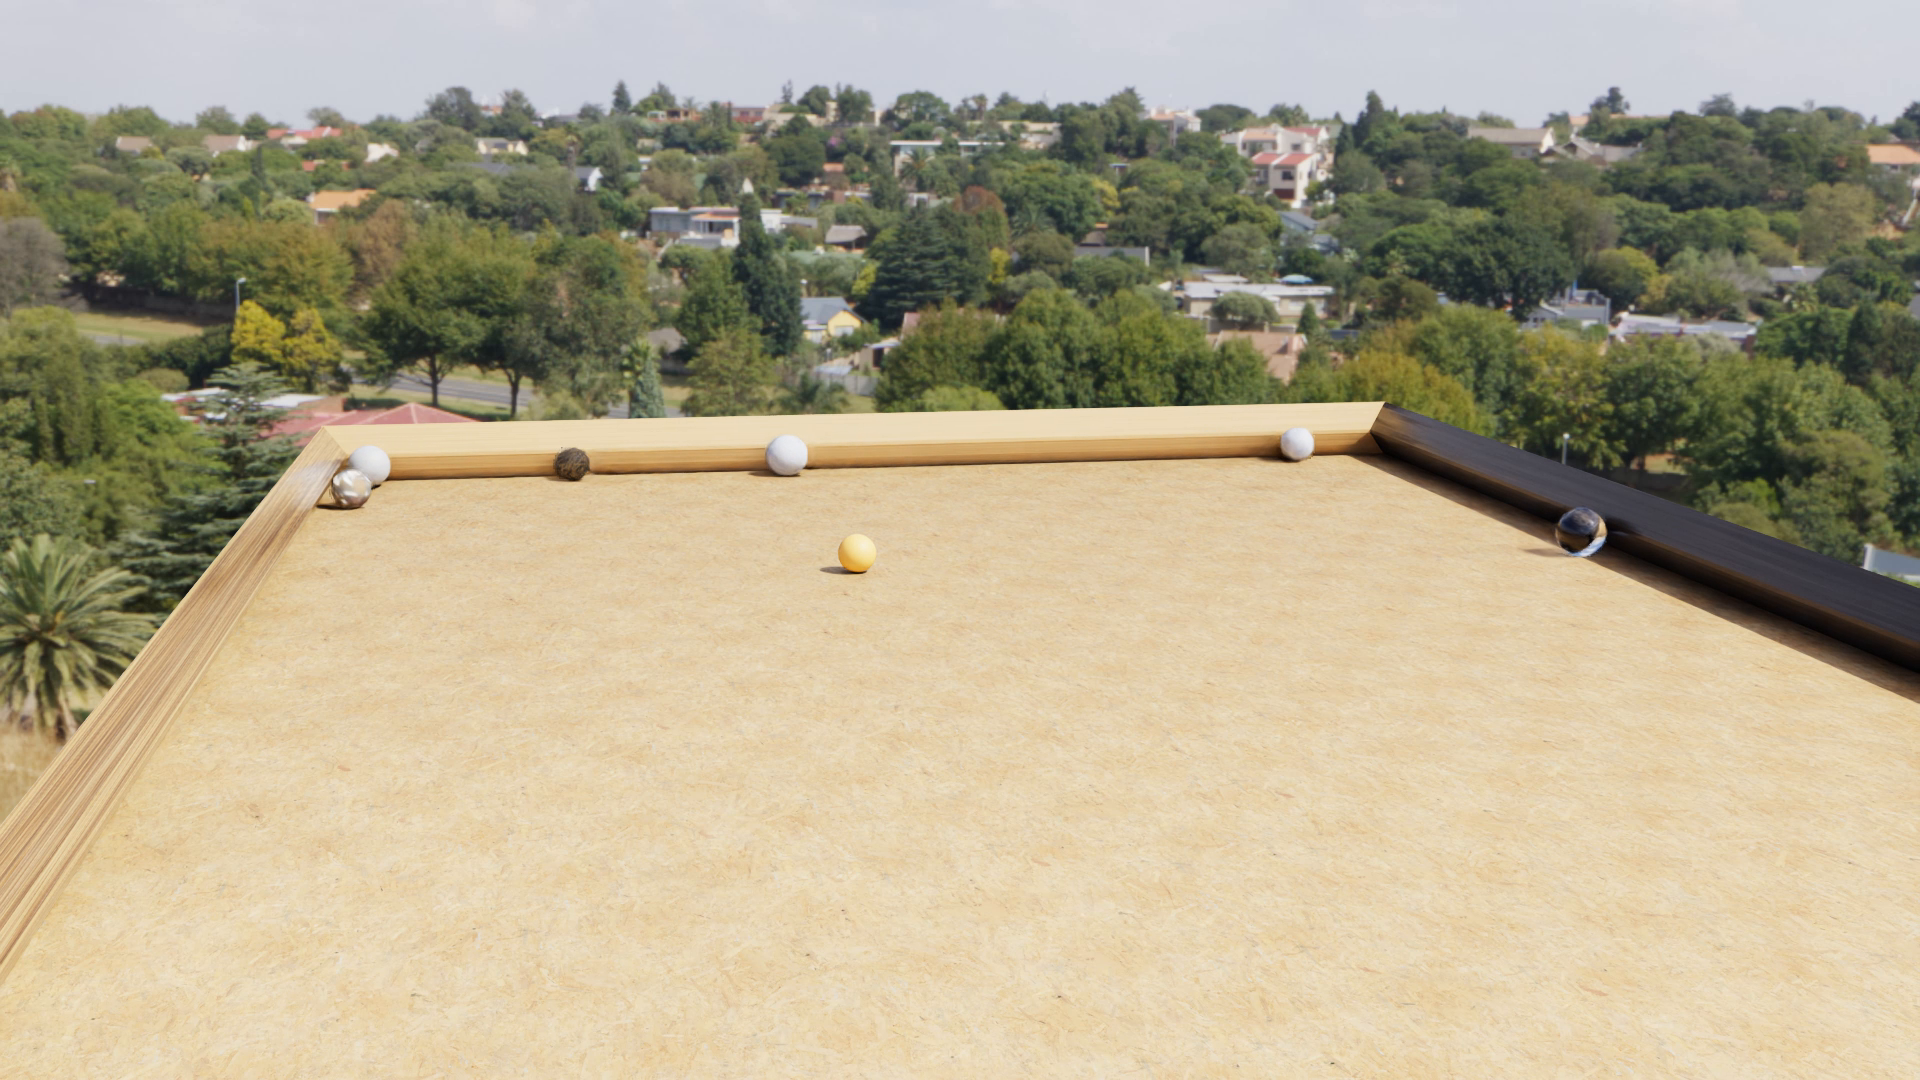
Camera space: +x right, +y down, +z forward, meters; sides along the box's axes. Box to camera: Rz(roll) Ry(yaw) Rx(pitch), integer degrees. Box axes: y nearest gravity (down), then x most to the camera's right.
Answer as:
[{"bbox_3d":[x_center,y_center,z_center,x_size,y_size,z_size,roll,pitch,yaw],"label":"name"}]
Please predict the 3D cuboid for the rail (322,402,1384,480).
[{"bbox_3d":[-0.152,-0.180,4.027,1.968,0.097,0.045,-2,11,-10],"label":"rail"}]

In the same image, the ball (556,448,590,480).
[{"bbox_3d":[-0.685,-0.134,3.893,0.059,0.059,0.059,0,11,0],"label":"ball"}]

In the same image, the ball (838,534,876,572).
[{"bbox_3d":[-0.145,0.019,3.106,0.054,0.054,0.054,0,11,0],"label":"ball"}]

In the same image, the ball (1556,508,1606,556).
[{"bbox_3d":[0.909,-0.012,3.218,0.072,0.072,0.072,0,11,0],"label":"ball"}]

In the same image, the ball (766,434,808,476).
[{"bbox_3d":[-0.310,-0.152,3.944,0.075,0.075,0.075,0,11,0],"label":"ball"}]

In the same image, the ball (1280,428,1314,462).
[{"bbox_3d":[0.631,-0.179,4.114,0.063,0.063,0.063,0,11,0],"label":"ball"}]

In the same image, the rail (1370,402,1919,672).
[{"bbox_3d":[1.102,0.122,2.451,0.045,0.097,3.638,-2,11,-10],"label":"rail"}]

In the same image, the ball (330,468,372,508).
[{"bbox_3d":[-1.000,-0.084,3.614,0.065,0.065,0.065,0,11,0],"label":"ball"}]

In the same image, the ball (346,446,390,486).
[{"bbox_3d":[-1.028,-0.128,3.822,0.074,0.074,0.074,0,11,0],"label":"ball"}]

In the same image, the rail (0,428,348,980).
[{"bbox_3d":[-0.791,0.184,2.129,0.045,0.097,3.638,-2,11,-10],"label":"rail"}]
